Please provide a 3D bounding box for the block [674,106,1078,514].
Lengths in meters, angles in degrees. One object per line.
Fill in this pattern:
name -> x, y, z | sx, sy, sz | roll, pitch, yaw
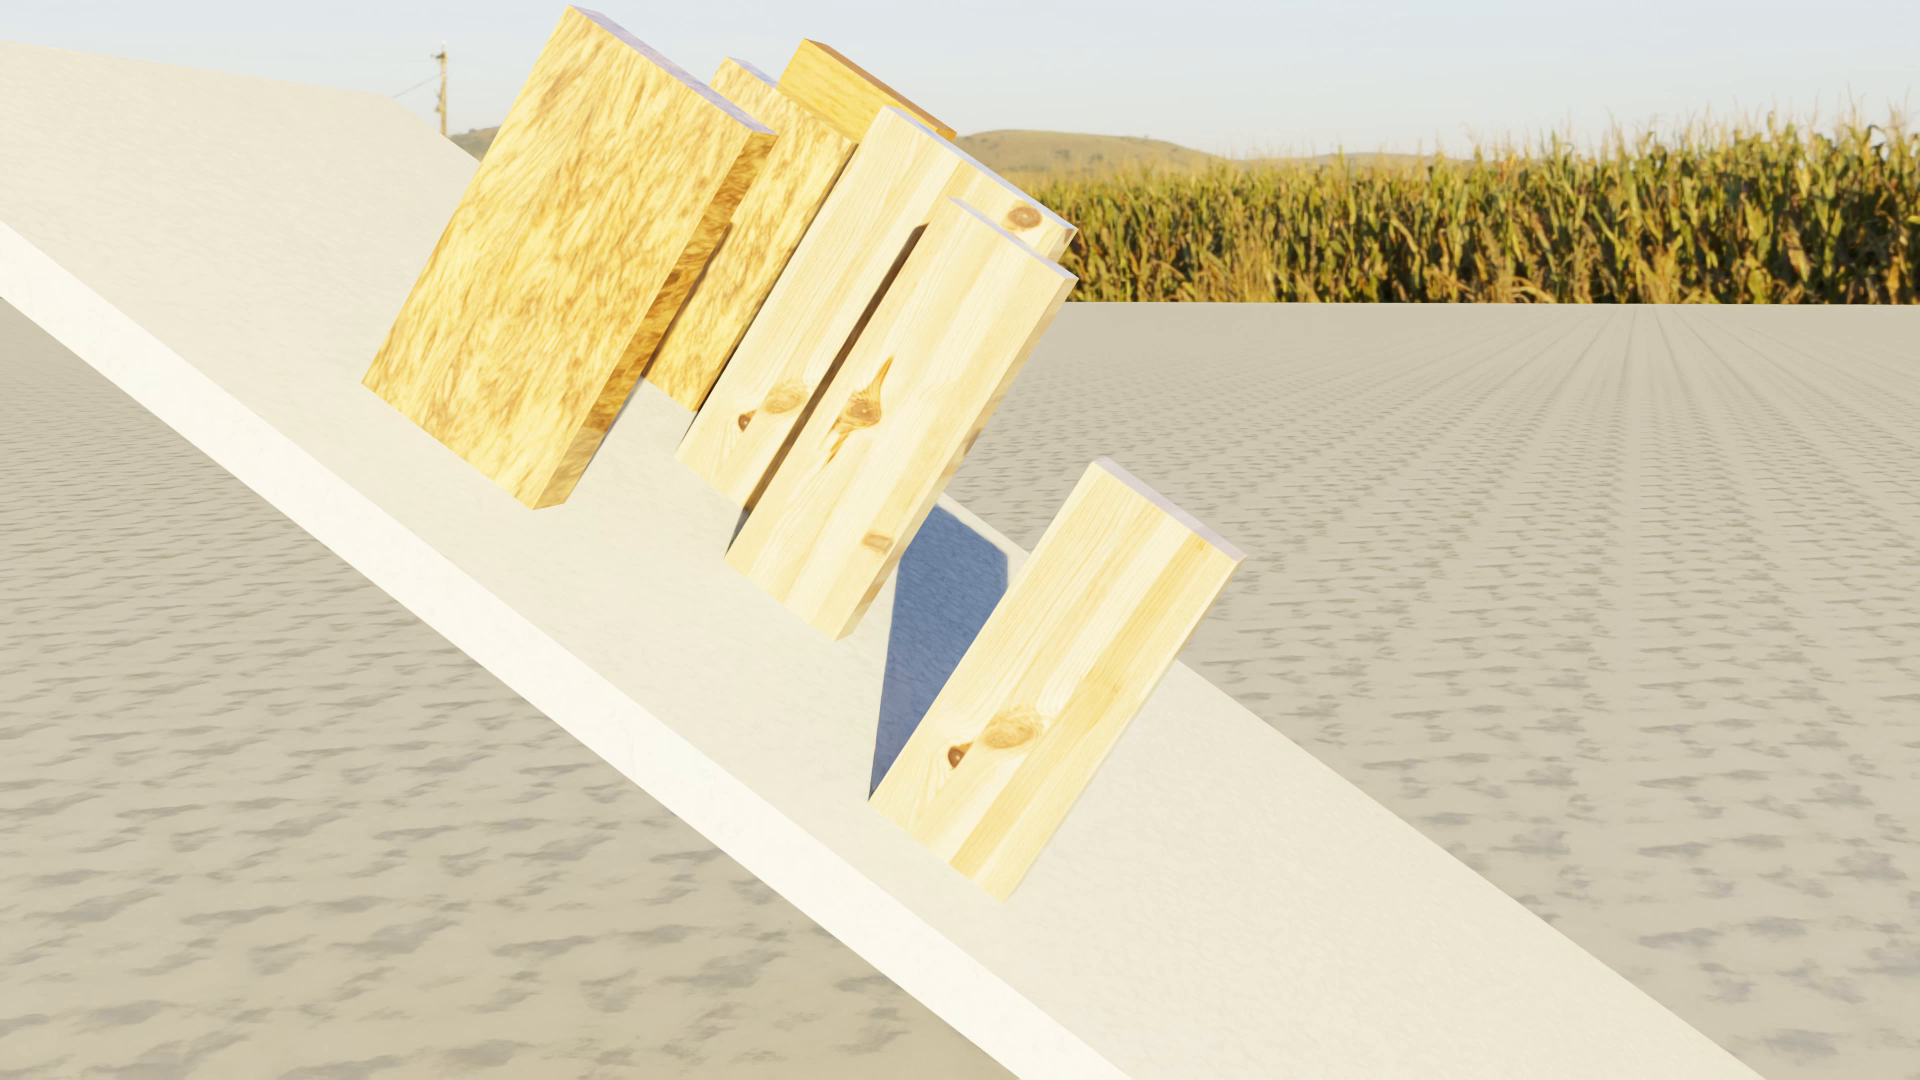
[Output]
block -> -0.166, -0.364, 4.119 | 0.409, 0.781, 0.101 | 36, 15, 10

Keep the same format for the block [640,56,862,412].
block -> -0.496, -0.624, 4.525 | 0.320, 0.647, 0.111 | 36, 15, 10

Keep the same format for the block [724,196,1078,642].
block -> -0.108, -0.203, 3.791 | 0.247, 0.751, 0.093 | 36, 15, 10

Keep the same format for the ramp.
ramp -> -0.125, 0.212, 4.099 | 4.000, 0.100, 2.000 | 36, 15, 10

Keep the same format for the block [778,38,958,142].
block -> -0.360, -0.677, 4.804 | 0.357, 0.730, 0.142 | 36, 15, 10

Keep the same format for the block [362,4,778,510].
block -> -0.638, -0.450, 3.561 | 0.369, 0.716, 0.114 | 36, 15, 10

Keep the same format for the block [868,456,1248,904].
block -> 0.139, 0.209, 3.242 | 0.253, 0.626, 0.087 | 36, 15, 10
